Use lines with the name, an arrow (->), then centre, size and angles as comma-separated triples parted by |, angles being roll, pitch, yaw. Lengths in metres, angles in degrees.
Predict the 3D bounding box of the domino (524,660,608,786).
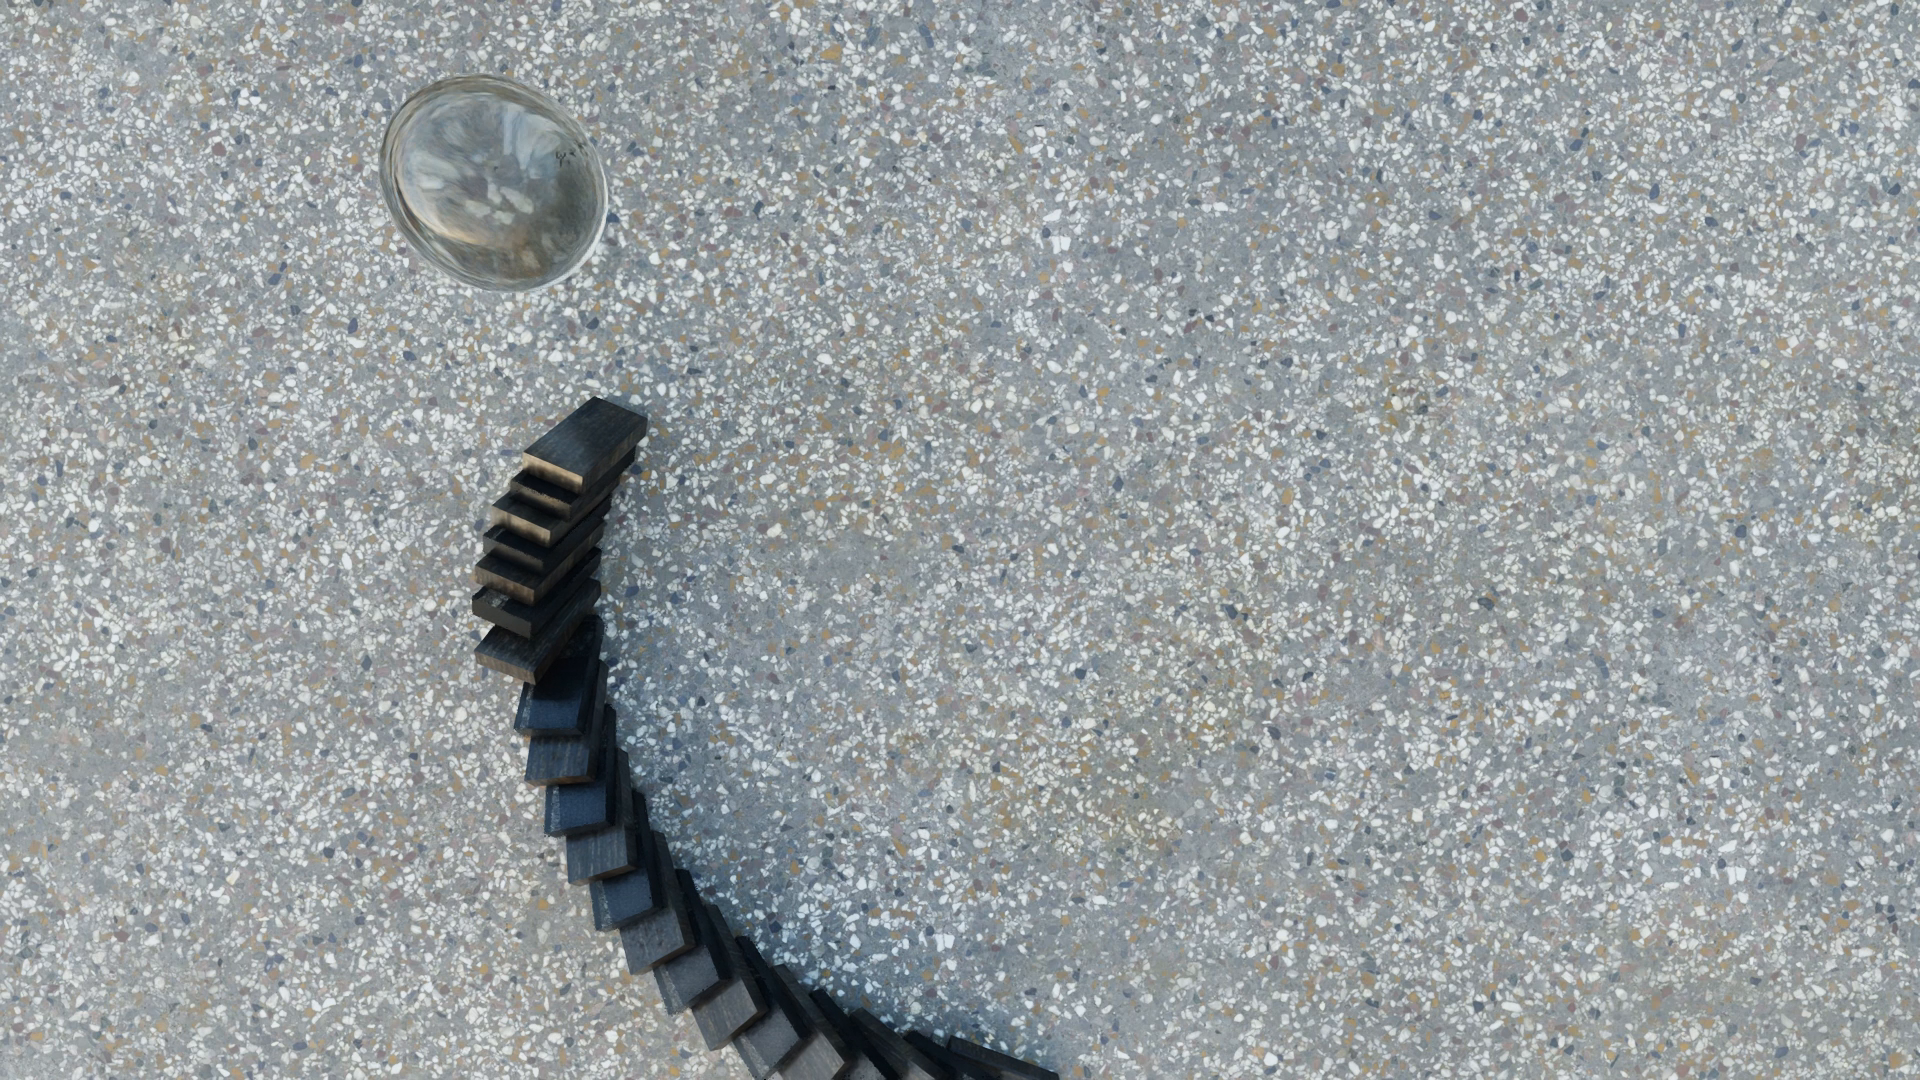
domino -> -0.164, 0.076, 0.384 | 0.025, 0.010, 0.050 | -5, 60, 0

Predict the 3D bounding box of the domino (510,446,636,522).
domino -> -0.158, -0.029, 0.377 | 0.025, 0.050, 0.010 | 23, 127, 0

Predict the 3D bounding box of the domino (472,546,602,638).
domino -> -0.173, 0.017, 0.377 | 0.025, 0.050, 0.009 | 23, 127, 0

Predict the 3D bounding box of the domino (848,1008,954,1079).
domino -> -0.030, 0.224, 0.385 | 0.050, 0.009, 0.025 | 25, 90, 26

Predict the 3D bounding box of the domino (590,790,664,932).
domino -> -0.142, 0.134, 0.384 | 0.025, 0.009, 0.050 | -23, 61, 0

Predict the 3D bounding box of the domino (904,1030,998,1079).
domino -> -0.004, 0.231, 0.383 | 0.050, 0.010, 0.025 | 16, 88, 26

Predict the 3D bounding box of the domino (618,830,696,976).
domino -> -0.131, 0.151, 0.384 | 0.025, 0.009, 0.050 | -29, 61, 0

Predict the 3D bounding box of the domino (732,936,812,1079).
domino -> -0.087, 0.195, 0.384 | 0.025, 0.010, 0.050 | -46, 61, 0

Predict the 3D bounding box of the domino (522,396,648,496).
domino -> -0.153, -0.040, 0.377 | 0.025, 0.050, 0.009 | 23, 127, 0

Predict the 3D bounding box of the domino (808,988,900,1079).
domino -> -0.051, 0.217, 0.384 | 0.050, 0.010, 0.025 | 35, 90, 29

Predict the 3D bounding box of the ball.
ball -> -0.181, -0.138, 0.360 | 0.080, 0.080, 0.080 | 0, 90, 0

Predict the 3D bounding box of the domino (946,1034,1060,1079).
domino -> 0.015, 0.236, 0.395 | 0.050, 0.009, 0.025 | 20, 90, 0

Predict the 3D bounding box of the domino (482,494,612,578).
domino -> -0.169, -0.007, 0.377 | 0.025, 0.050, 0.009 | 23, 127, 0

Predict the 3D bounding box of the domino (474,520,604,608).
domino -> -0.172, 0.004, 0.377 | 0.025, 0.050, 0.009 | 23, 127, 0

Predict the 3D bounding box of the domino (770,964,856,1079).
domino -> -0.069, 0.207, 0.384 | 0.050, 0.010, 0.025 | 39, 90, 29

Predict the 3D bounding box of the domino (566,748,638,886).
domino -> -0.151, 0.115, 0.384 | 0.025, 0.010, 0.050 | -17, 61, 0

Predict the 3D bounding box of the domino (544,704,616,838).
domino -> -0.158, 0.096, 0.384 | 0.025, 0.010, 0.050 | -12, 61, 0

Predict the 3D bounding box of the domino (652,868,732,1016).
domino -> -0.118, 0.167, 0.384 | 0.025, 0.010, 0.050 | -35, 61, 0

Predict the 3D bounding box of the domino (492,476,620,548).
domino -> -0.165, -0.019, 0.377 | 0.025, 0.050, 0.009 | 24, 127, 1

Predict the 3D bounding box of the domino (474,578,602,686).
domino -> -0.174, 0.034, 0.379 | 0.025, 0.009, 0.050 | 20, 47, 0

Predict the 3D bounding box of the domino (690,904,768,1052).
domino -> -0.103, 0.182, 0.384 | 0.025, 0.009, 0.050 | -40, 61, 0

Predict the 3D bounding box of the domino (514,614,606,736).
domino -> -0.167, 0.056, 0.383 | 0.025, 0.009, 0.050 | -1, 60, 0
